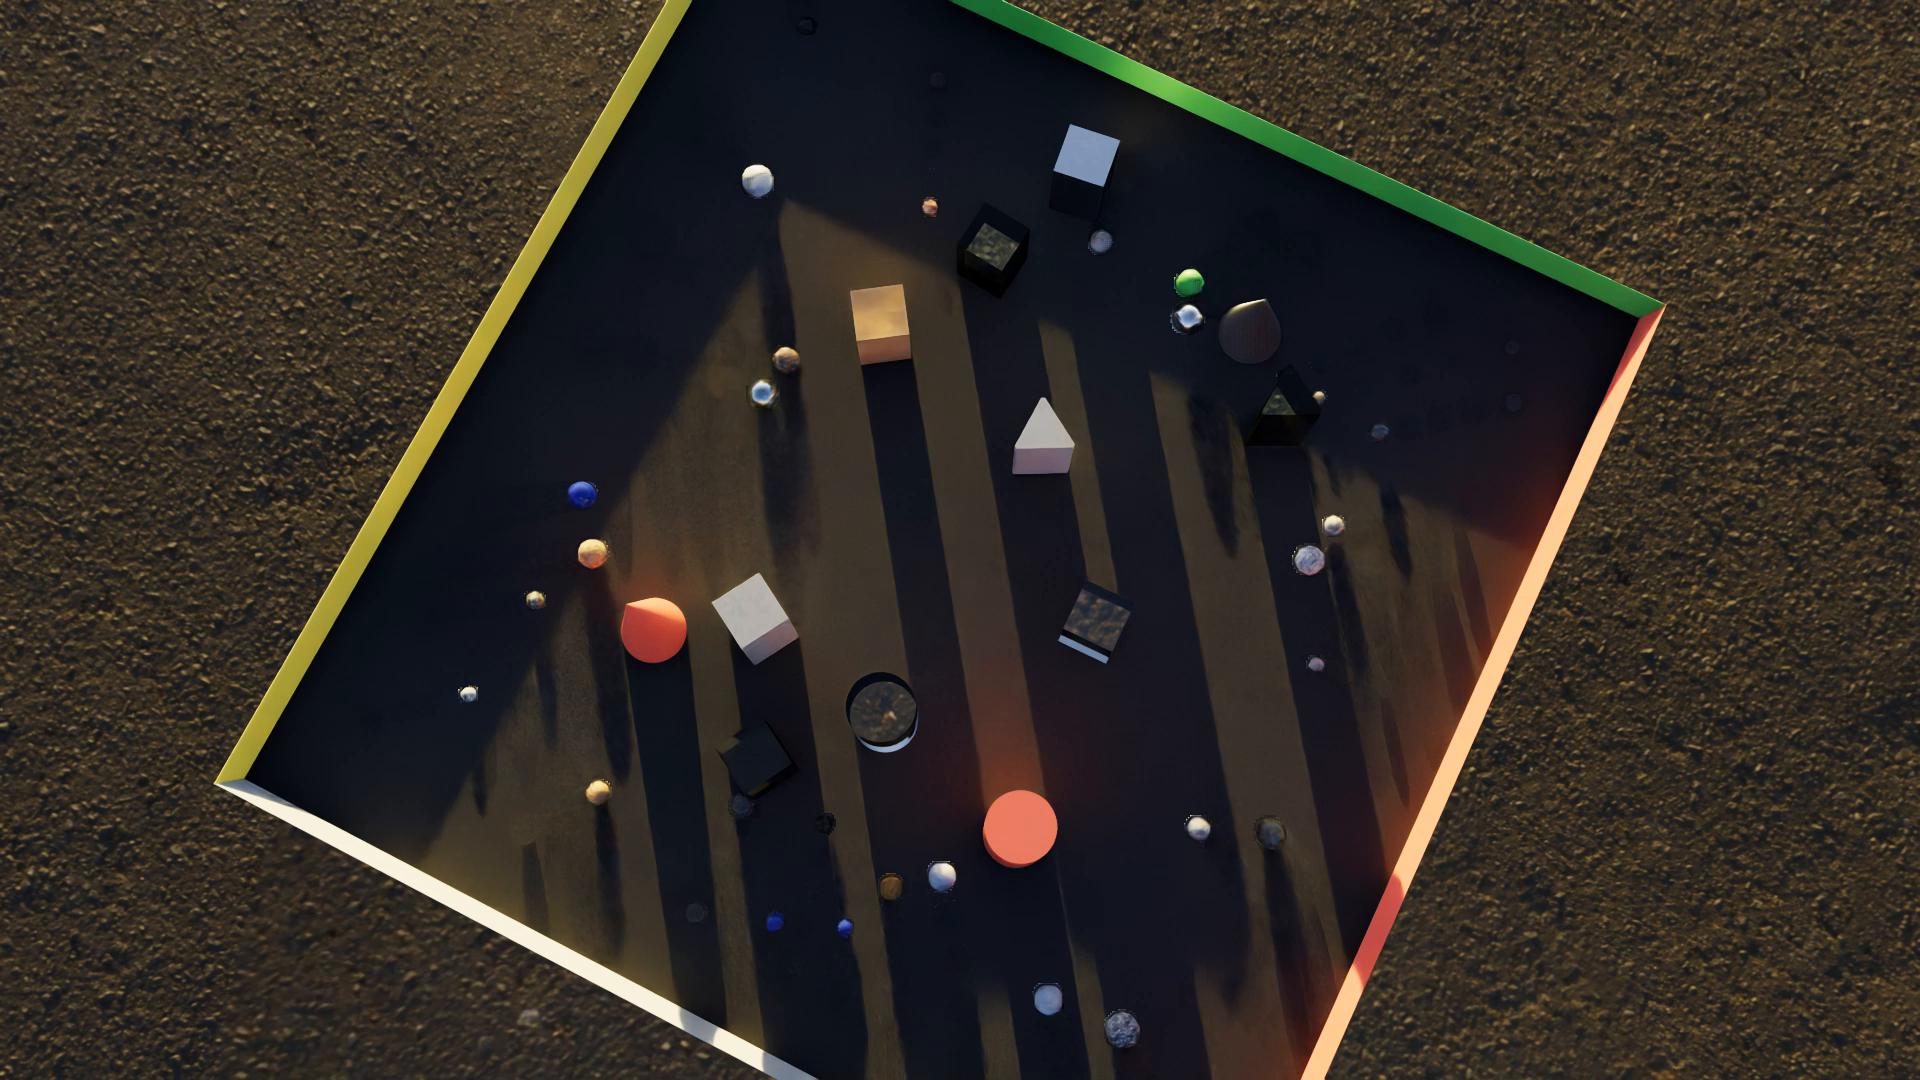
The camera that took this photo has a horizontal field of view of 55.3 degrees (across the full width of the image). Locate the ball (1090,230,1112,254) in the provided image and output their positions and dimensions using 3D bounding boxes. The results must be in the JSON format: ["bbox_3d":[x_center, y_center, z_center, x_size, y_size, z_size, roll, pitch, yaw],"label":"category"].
[{"bbox_3d":[0.445,-0.941,5.775,0.072,0.072,0.072,0,78,0],"label":"ball"}]

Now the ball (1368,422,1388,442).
[{"bbox_3d":[1.291,-0.332,5.654,0.061,0.061,0.061,0,78,0],"label":"ball"}]

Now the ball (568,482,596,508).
[{"bbox_3d":[-1.157,-0.137,5.602,0.085,0.085,0.085,0,78,0],"label":"ball"}]

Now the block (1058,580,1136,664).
[{"bbox_3d":[0.404,0.245,5.440,0.160,0.246,0.160,25,79,5],"label":"block"}]

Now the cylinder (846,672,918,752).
[{"bbox_3d":[-0.224,0.506,5.346,0.200,0.325,0.200,0,78,0],"label":"cylinder"}]

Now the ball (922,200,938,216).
[{"bbox_3d":[-0.094,-1.052,5.809,0.049,0.049,0.049,0,78,0],"label":"ball"}]

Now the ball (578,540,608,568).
[{"bbox_3d":[-1.116,0.042,5.562,0.089,0.089,0.089,0,78,0],"label":"ball"}]

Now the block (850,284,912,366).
[{"bbox_3d":[-0.242,-0.660,5.629,0.160,0.243,0.160,-8,78,-2],"label":"block"}]

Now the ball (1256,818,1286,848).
[{"bbox_3d":[0.914,0.862,5.392,0.091,0.091,0.091,0,78,0],"label":"ball"}]

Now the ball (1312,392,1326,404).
[{"bbox_3d":[1.114,-0.440,5.687,0.040,0.040,0.040,0,78,0],"label":"ball"}]

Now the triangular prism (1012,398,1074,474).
[{"bbox_3d":[0.246,-0.314,5.522,0.173,0.312,0.150,-1,78,0],"label":"triangular prism"}]

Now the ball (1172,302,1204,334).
[{"bbox_3d":[0.712,-0.691,5.711,0.096,0.096,0.096,0,78,0],"label":"ball"}]

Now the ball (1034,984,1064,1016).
[{"bbox_3d":[0.256,1.329,5.297,0.086,0.086,0.086,0,78,0],"label":"ball"}]

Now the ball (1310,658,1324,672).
[{"bbox_3d":[1.073,0.375,5.516,0.045,0.045,0.045,0,78,0],"label":"ball"}]

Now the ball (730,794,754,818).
[{"bbox_3d":[-0.645,0.787,5.417,0.068,0.068,0.068,0,78,0],"label":"ball"}]

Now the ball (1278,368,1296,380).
[{"bbox_3d":[1.018,-0.508,5.693,0.056,0.056,0.056,0,78,0],"label":"ball"}]

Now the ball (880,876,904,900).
[{"bbox_3d":[-0.202,1.020,5.370,0.070,0.070,0.070,0,78,0],"label":"ball"}]

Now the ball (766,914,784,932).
[{"bbox_3d":[-0.542,1.121,5.358,0.052,0.052,0.052,0,78,0],"label":"ball"}]

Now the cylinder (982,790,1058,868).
[{"bbox_3d":[0.167,0.829,5.227,0.200,0.426,0.200,0,78,0],"label":"cylinder"}]

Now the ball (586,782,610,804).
[{"bbox_3d":[-1.071,0.750,5.428,0.067,0.067,0.067,0,78,0],"label":"ball"}]

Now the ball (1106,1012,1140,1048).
[{"bbox_3d":[0.468,1.410,5.274,0.099,0.099,0.099,0,78,0],"label":"ball"}]

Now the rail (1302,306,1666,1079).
[{"bbox_3d":[1.425,0.705,5.404,0.045,0.130,3.254,26,80,5],"label":"rail"}]

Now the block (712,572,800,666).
[{"bbox_3d":[-0.598,0.236,5.390,0.160,0.348,0.160,-33,80,-6],"label":"block"}]

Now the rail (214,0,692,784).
[{"bbox_3d":[-1.425,-0.691,5.692,0.045,0.130,3.254,26,80,5],"label":"rail"}]

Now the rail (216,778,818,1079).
[{"bbox_3d":[-0.717,1.411,5.257,3.234,0.130,0.045,26,80,5],"label":"rail"}]

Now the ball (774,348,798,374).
[{"bbox_3d":[-0.540,-0.559,5.692,0.080,0.080,0.080,0,78,0],"label":"ball"}]

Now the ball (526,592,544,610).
[{"bbox_3d":[-1.287,0.185,5.550,0.055,0.055,0.055,0,78,0],"label":"ball"}]

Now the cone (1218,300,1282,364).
[{"bbox_3d":[0.908,-0.682,5.591,0.200,0.327,0.200,0,78,0],"label":"cone"}]

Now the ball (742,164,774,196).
[{"bbox_3d":[-0.641,-1.138,5.801,0.100,0.100,0.100,0,78,0],"label":"ball"}]

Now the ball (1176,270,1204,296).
[{"bbox_3d":[0.721,-0.805,5.740,0.084,0.084,0.084,0,78,0],"label":"ball"}]

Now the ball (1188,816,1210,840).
[{"bbox_3d":[0.704,0.852,5.405,0.069,0.069,0.069,0,78,0],"label":"ball"}]

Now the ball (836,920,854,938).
[{"bbox_3d":[-0.337,1.136,5.357,0.049,0.049,0.049,0,78,0],"label":"ball"}]

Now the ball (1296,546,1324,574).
[{"bbox_3d":[1.061,0.061,5.558,0.089,0.089,0.089,0,78,0],"label":"ball"}]

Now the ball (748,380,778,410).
[{"bbox_3d":[-0.609,-0.449,5.661,0.095,0.095,0.095,0,78,0],"label":"ball"}]

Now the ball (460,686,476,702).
[{"bbox_3d":[-1.474,0.464,5.497,0.047,0.047,0.047,0,78,0],"label":"ball"}]

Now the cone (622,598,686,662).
[{"bbox_3d":[-0.929,0.227,5.330,0.200,0.470,0.200,0,78,0],"label":"cone"}]

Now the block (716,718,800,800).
[{"bbox_3d":[-0.588,0.641,5.347,0.160,0.268,0.160,-33,80,-7],"label":"block"}]

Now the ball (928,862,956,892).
[{"bbox_3d":[-0.053,0.987,5.370,0.083,0.083,0.083,0,78,0],"label":"ball"}]

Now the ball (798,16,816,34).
[{"bbox_3d":[-0.496,-1.666,5.933,0.056,0.056,0.056,0,78,0],"label":"ball"}]

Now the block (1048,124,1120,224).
[{"bbox_3d":[0.384,-1.136,5.701,0.160,0.296,0.160,19,79,4],"label":"block"}]

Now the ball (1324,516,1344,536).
[{"bbox_3d":[1.141,-0.043,5.594,0.061,0.061,0.061,0,78,0],"label":"ball"}]

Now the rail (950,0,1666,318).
[{"bbox_3d":[0.717,-1.397,5.839,3.234,0.130,0.045,26,80,5],"label":"rail"}]

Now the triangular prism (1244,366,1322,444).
[{"bbox_3d":[0.965,-0.405,5.517,0.173,0.360,0.150,0,78,0],"label":"triangular prism"}]

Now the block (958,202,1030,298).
[{"bbox_3d":[0.101,-0.892,5.668,0.160,0.260,0.160,32,80,6],"label":"block"}]

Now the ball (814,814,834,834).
[{"bbox_3d":[-0.401,0.840,5.415,0.055,0.055,0.055,0,78,0],"label":"ball"}]
